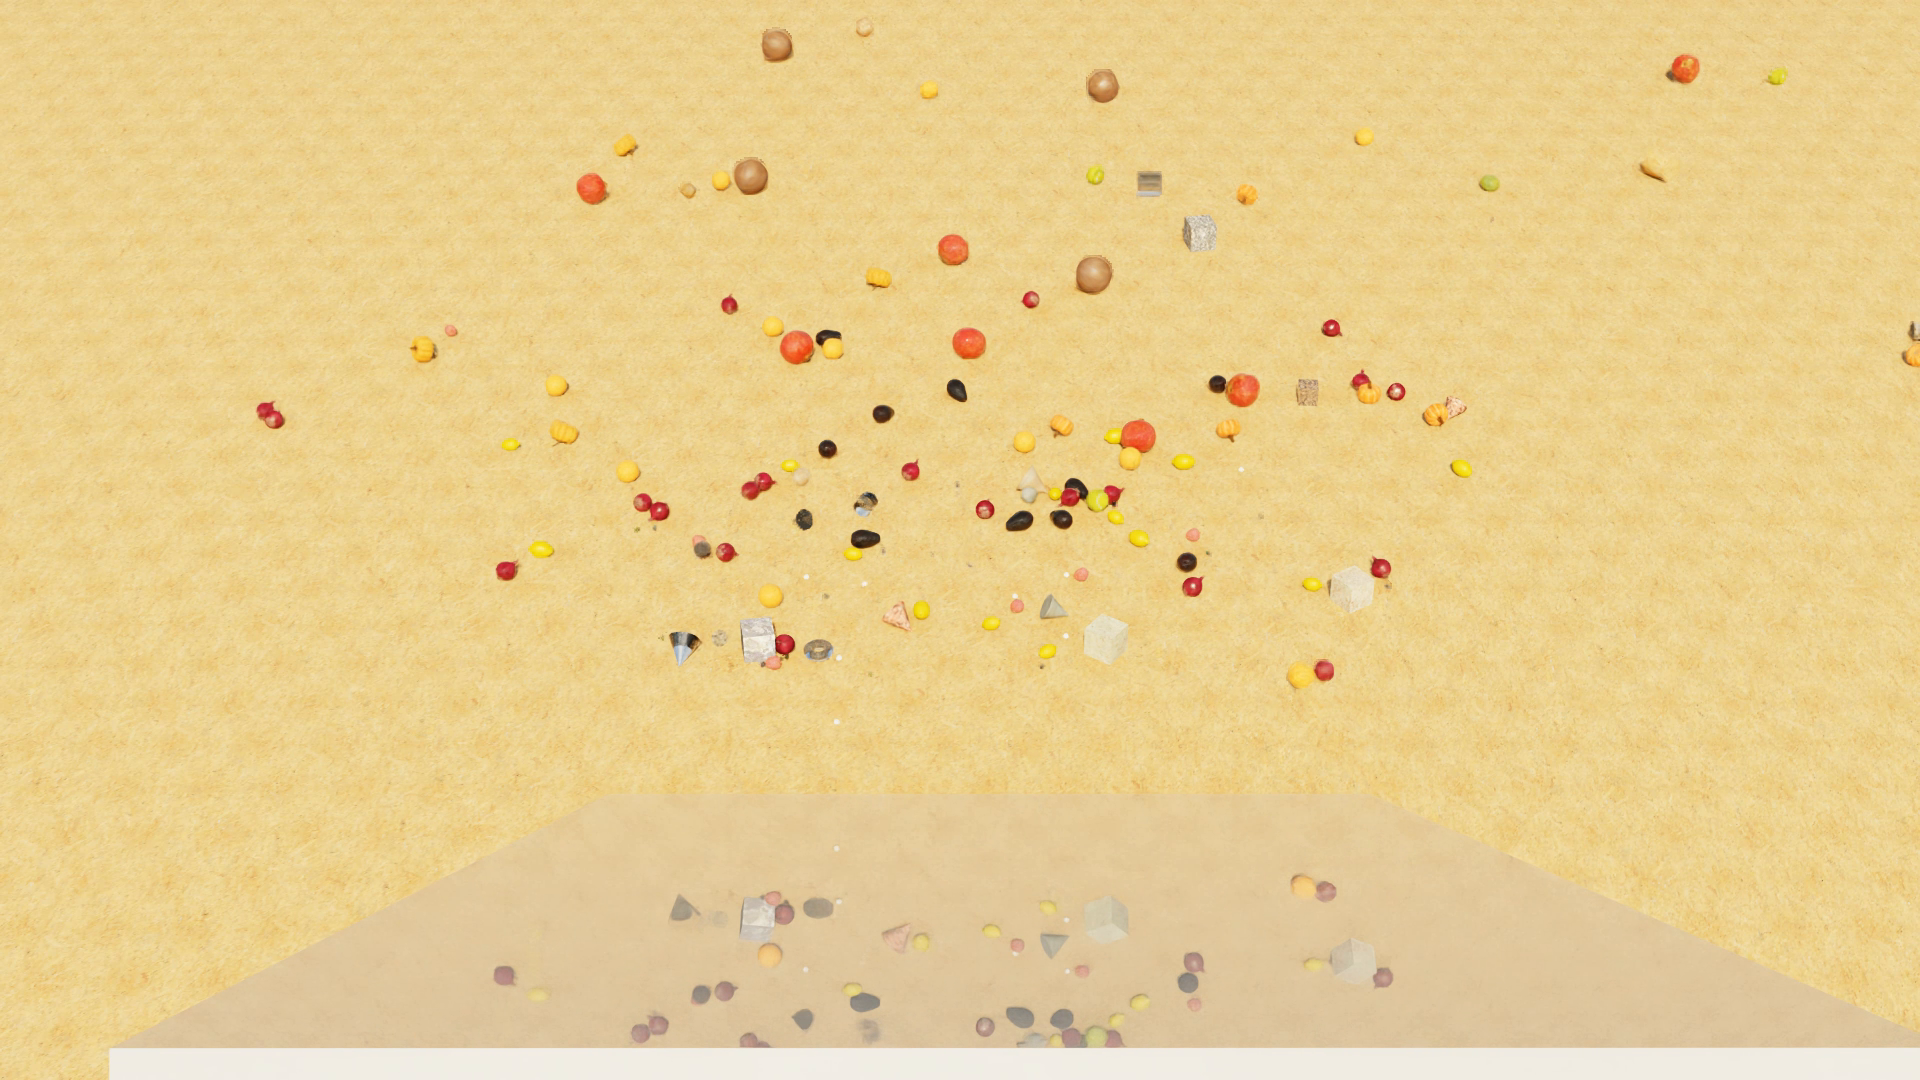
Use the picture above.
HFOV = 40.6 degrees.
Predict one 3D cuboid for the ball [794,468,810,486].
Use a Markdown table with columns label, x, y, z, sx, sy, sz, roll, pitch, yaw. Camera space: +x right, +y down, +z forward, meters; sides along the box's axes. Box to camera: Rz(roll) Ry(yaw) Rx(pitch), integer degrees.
| label | x | y | z | sx | sy | sz | roll | pitch | yaw |
| --- | --- | --- | --- | --- | --- | --- | --- | --- | --- |
| ball | -0.497 | -0.201 | 8.168 | 0.056 | 0.056 | 0.056 | 0 | 35 | 0 |

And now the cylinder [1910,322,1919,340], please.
| label | x | y | z | sx | sy | sz | roll | pitch | yaw |
| --- | --- | --- | --- | --- | --- | --- | --- | --- | --- |
| cylinder | 3.300 | -0.717 | 8.915 | 0.059 | 0.059 | 0.059 | 3 | 35 | 5 |

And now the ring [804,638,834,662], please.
| label | x | y | z | sx | sy | sz | roll | pitch | yaw |
| --- | --- | --- | --- | --- | --- | --- | --- | --- | --- |
| ring | -0.406 | 0.316 | 7.443 | 0.088 | 0.029 | 0.088 | -1 | 35 | 1 |

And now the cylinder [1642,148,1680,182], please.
| label | x | y | z | sx | sy | sz | roll | pitch | yaw |
| --- | --- | --- | --- | --- | --- | --- | --- | --- | --- |
| cylinder | 2.676 | -1.429 | 9.913 | 0.098 | 0.098 | 0.098 | -24 | 41 | -30 |

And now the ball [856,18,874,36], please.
| label | x | y | z | sx | sy | sz | roll | pitch | yaw |
| --- | --- | --- | --- | --- | --- | --- | --- | --- | --- |
| ball | -0.404 | -2.176 | 11.014 | 0.079 | 0.079 | 0.079 | 0 | 35 | 0 |

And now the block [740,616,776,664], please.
| label | x | y | z | sx | sy | sz | roll | pitch | yaw |
| --- | --- | --- | --- | --- | --- | --- | --- | --- | --- |
| block | -0.579 | 0.286 | 7.433 | 0.089 | 0.089 | 0.089 | -6 | 35 | -9 |

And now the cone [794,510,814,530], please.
| label | x | y | z | sx | sy | sz | roll | pitch | yaw |
| --- | --- | --- | --- | --- | --- | --- | --- | --- | --- |
| cone | -0.497 | -0.062 | 7.991 | 0.065 | 0.065 | 0.065 | -29 | 17 | -35 |

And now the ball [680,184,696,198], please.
| label | x | y | z | sx | sy | sz | roll | pitch | yaw |
| --- | --- | --- | --- | --- | --- | --- | --- | --- | --- |
| ball | -1.024 | -1.317 | 9.788 | 0.056 | 0.056 | 0.056 | 0 | 35 | 0 |

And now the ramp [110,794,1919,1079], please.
| label | x | y | z | sx | sy | sz | roll | pitch | yaw |
| --- | --- | --- | --- | --- | --- | --- | --- | --- | --- |
| ramp | 0.076 | 0.659 | 4.816 | 2.000 | 0.100 | 4.000 | 0 | -2 | 0 |

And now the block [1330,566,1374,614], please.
| label | x | y | z | sx | sy | sz | roll | pitch | yaw |
| --- | --- | --- | --- | --- | --- | --- | --- | --- | --- |
| block | 1.154 | 0.145 | 7.638 | 0.088 | 0.088 | 0.088 | -21 | 40 | -28 |

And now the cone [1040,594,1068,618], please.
| label | x | y | z | sx | sy | sz | roll | pitch | yaw |
| --- | --- | --- | --- | --- | --- | --- | --- | --- | --- |
| cone | 0.286 | 0.208 | 7.594 | 0.079 | 0.079 | 0.079 | 23 | 32 | -15 |

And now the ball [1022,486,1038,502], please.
| label | x | y | z | sx | sy | sz | roll | pitch | yaw |
| --- | --- | --- | --- | --- | --- | --- | --- | --- | --- |
| ball | 0.217 | -0.141 | 8.086 | 0.051 | 0.051 | 0.051 | 0 | 35 | 0 |

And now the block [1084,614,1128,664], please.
| label | x | y | z | sx | sy | sz | roll | pitch | yaw |
| --- | --- | --- | --- | --- | --- | --- | --- | --- | --- |
| block | 0.418 | 0.284 | 7.434 | 0.091 | 0.091 | 0.091 | 22 | 40 | 29 |

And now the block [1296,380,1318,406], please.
| label | x | y | z | sx | sy | sz | roll | pitch | yaw |
| --- | --- | --- | --- | --- | --- | --- | --- | --- | --- |
| block | 1.149 | -0.487 | 8.576 | 0.064 | 0.064 | 0.064 | 2 | 35 | 3 |

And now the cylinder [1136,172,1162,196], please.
| label | x | y | z | sx | sy | sz | roll | pitch | yaw |
| --- | --- | --- | --- | --- | --- | --- | --- | --- | --- |
| cylinder | 0.712 | -1.341 | 9.792 | 0.091 | 0.091 | 0.091 | 0 | 35 | 0 |

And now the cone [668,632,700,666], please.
| label | x | y | z | sx | sy | sz | roll | pitch | yaw |
| --- | --- | --- | --- | --- | --- | --- | --- | --- | --- |
| cone | -0.795 | 0.323 | 7.421 | 0.092 | 0.092 | 0.092 | 4 | 61 | 6 |

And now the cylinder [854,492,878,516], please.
| label | x | y | z | sx | sy | sz | roll | pitch | yaw |
| --- | --- | --- | --- | --- | --- | --- | --- | --- | --- |
| cylinder | -0.292 | -0.111 | 8.037 | 0.057 | 0.057 | 0.057 | 15 | 32 | 21 |

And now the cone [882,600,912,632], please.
| label | x | y | z | sx | sy | sz | roll | pitch | yaw |
| --- | --- | --- | --- | --- | --- | --- | --- | --- | --- |
| cone | -0.167 | 0.238 | 7.547 | 0.087 | 0.087 | 0.087 | 47 | 51 | 14 |

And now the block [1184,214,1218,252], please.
| label | x | y | z | sx | sy | sz | roll | pitch | yaw |
| --- | --- | --- | --- | --- | --- | --- | --- | --- | --- |
| block | 0.875 | -1.118 | 9.465 | 0.096 | 0.096 | 0.096 | -7 | 35 | -10 |

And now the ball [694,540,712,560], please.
| label | x | y | z | sx | sy | sz | roll | pitch | yaw |
| --- | --- | --- | --- | --- | --- | --- | --- | --- | --- |
| ball | -0.776 | 0.030 | 7.833 | 0.056 | 0.056 | 0.056 | 0 | 35 | 0 |

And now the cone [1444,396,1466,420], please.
| label | x | y | z | sx | sy | sz | roll | pitch | yaw |
| --- | --- | --- | --- | --- | --- | --- | --- | --- | --- |
| cone | 1.607 | -0.418 | 8.503 | 0.076 | 0.076 | 0.076 | 25 | 68 | 32 |

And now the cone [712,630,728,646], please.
| label | x | y | z | sx | sy | sz | roll | pitch | yaw |
| --- | --- | --- | --- | --- | --- | --- | --- | --- | --- |
| cone | -0.703 | 0.281 | 7.499 | 0.050 | 0.050 | 0.050 | -17 | 11 | -23 |
